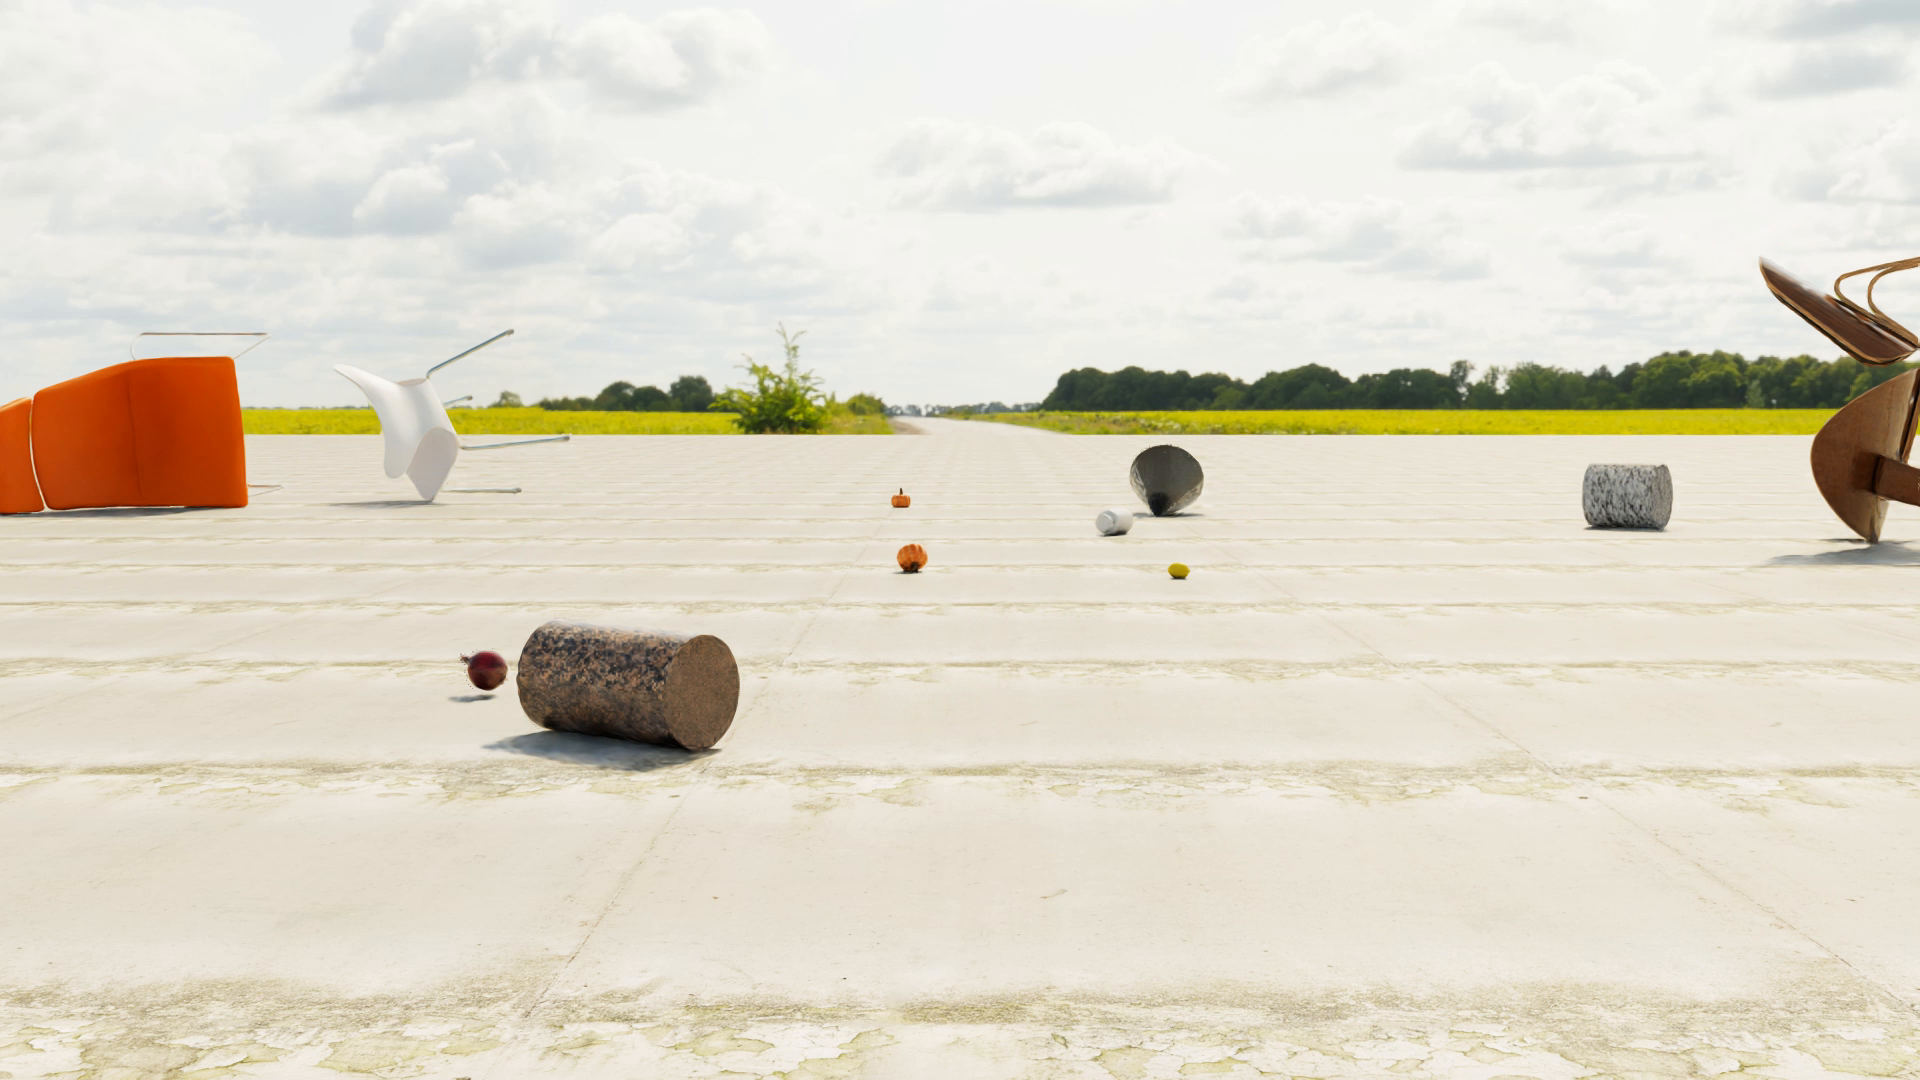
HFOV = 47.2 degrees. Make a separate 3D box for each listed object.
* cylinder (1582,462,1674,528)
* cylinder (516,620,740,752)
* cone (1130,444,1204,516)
[{"bbox_3d":[2.167,-0.146,7.139,0.232,0.211,0.185,3,12,39],"label":"cylinder"},{"bbox_3d":[-0.427,0.183,2.817,0.279,0.145,0.129,3,-3,40],"label":"cylinder"},{"bbox_3d":[0.717,-0.151,7.836,0.271,0.273,0.297,-15,24,21],"label":"cone"}]
